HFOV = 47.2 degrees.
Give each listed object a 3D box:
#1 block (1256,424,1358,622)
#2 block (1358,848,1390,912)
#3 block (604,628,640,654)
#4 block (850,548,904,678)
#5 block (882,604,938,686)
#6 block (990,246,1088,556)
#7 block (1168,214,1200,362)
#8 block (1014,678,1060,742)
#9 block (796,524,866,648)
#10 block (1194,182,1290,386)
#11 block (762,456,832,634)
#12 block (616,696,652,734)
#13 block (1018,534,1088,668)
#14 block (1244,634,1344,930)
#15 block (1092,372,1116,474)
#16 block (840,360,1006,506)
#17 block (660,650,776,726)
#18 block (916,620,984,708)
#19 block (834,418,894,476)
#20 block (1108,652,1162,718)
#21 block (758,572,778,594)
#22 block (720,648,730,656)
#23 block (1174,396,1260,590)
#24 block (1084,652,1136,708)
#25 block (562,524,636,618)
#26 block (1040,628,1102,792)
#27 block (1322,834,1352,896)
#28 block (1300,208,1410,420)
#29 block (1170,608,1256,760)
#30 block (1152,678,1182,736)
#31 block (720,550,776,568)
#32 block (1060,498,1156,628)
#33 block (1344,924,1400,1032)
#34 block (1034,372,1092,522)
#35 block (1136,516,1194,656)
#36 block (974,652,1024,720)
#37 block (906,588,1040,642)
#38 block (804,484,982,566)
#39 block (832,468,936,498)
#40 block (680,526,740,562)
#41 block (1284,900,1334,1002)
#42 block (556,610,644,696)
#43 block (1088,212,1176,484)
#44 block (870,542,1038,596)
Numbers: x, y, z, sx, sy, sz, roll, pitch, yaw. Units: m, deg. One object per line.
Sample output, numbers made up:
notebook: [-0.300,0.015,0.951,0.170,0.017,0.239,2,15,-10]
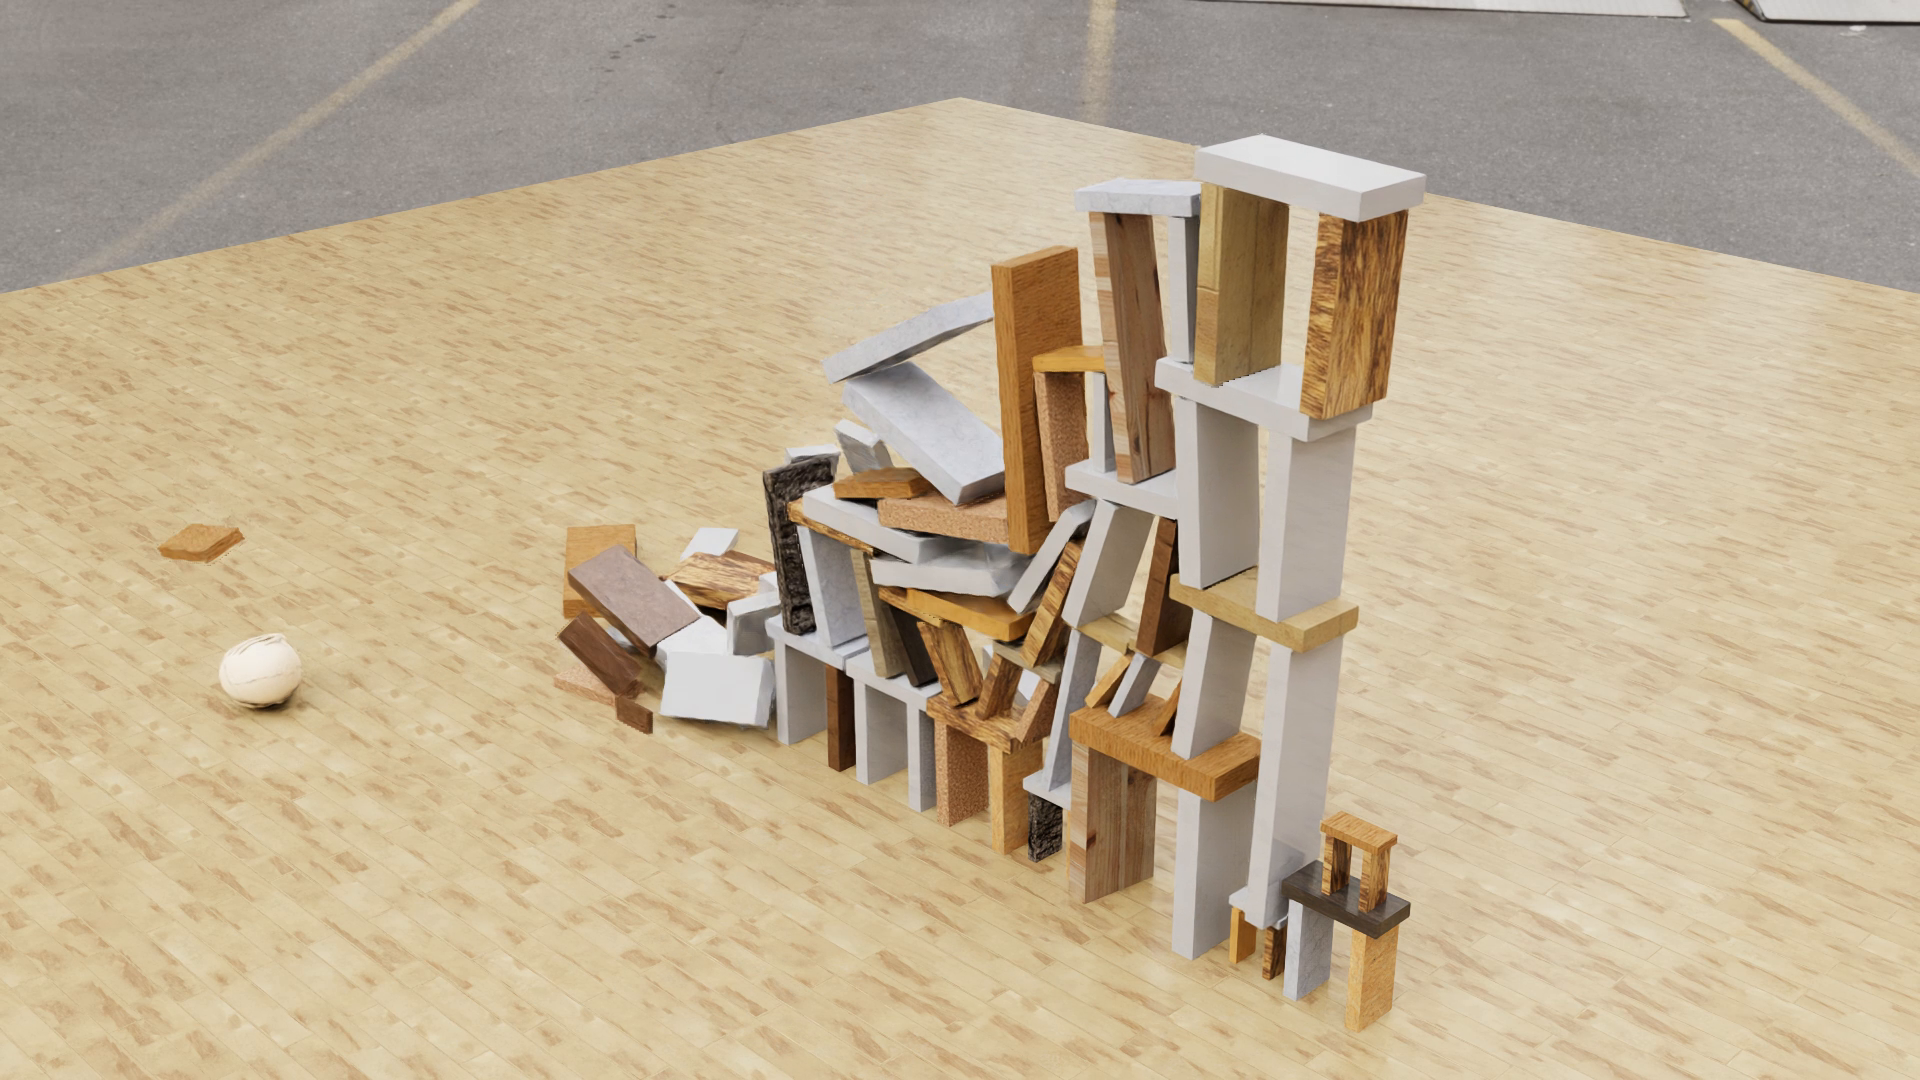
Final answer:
block: [0.566,-0.042,3.597,0.163,0.327,0.046,-19,31,-38]
block: [0.699,0.565,3.704,0.016,0.115,0.058,21,31,41]
block: [-0.842,0.238,5.156,0.176,0.025,0.088,15,21,30]
block: [-0.136,0.130,4.424,0.128,0.266,0.036,-21,15,-41]
block: [-0.089,0.198,4.399,0.086,0.172,0.024,-21,1,-41]
block: [0.150,-0.251,3.960,0.172,0.531,0.049,-22,26,-40]
block: [0.396,-0.426,3.634,0.034,0.241,0.121,13,25,39]
block: [0.163,0.310,4.175,0.081,0.161,0.023,-21,55,-41]
block: [-0.252,0.078,4.533,0.128,0.256,0.036,-21,17,-40]
block: [0.454,-0.425,3.538,0.161,0.322,0.046,-19,29,-38]
block: [-0.319,0.012,4.576,0.142,0.345,0.040,-17,18,-35]
block: [-0.709,0.382,4.792,0.105,0.053,0.015,20,27,39]
block: [0.209,0.102,4.050,0.134,0.288,0.038,-22,55,-42]
block: [0.573,0.403,3.777,0.145,0.550,0.041,-20,32,-40]
block: [0.273,-0.216,3.844,0.026,0.182,0.091,18,29,42]
block: [-0.051,-0.208,4.201,0.172,0.049,0.344,-22,52,-39]
block: [-0.524,0.320,4.747,0.284,0.142,0.040,2,-10,38]
block: [-0.014,0.231,4.332,0.086,0.179,0.024,-21,-1,-41]
block: [-0.158,-0.089,4.604,0.113,0.400,0.032,27,62,35]
block: [0.324,0.252,3.988,0.076,0.151,0.021,-22,56,-42]
block: [-0.295,0.161,5.119,0.174,0.049,0.348,-16,37,-40]
block: [-0.486,0.276,4.866,0.053,0.015,0.105,-14,45,-22]
block: [0.437,-0.097,3.718,0.046,0.327,0.163,15,27,43]
block: [0.292,0.246,4.016,0.076,0.151,0.021,-22,67,-42]
block: [-0.902,0.074,5.523,0.174,0.049,0.459,-3,23,-7]
block: [0.213,0.309,4.125,0.076,0.366,0.021,-22,42,-41]
block: [0.645,0.543,3.754,0.016,0.115,0.058,21,31,41]
block: [0.610,-0.360,3.402,0.161,0.322,0.046,-19,32,-39]
block: [0.450,0.231,3.848,0.041,0.291,0.145,28,35,36]
block: [0.400,0.282,3.919,0.076,0.151,0.021,-22,59,-42]
block: [-0.496,0.115,5.426,0.347,0.049,0.174,17,28,34]
block: [0.272,0.026,3.942,0.134,0.267,0.038,-21,49,-41]
block: [0.707,0.737,3.771,0.028,0.198,0.099,21,31,41]
block: [0.186,-0.176,3.944,0.026,0.275,0.091,10,23,44]
block: [0.384,0.063,3.846,0.038,0.267,0.134,30,36,34]
block: [0.083,0.271,4.245,0.081,0.161,0.023,-21,50,-41]
block: [0.040,0.121,4.244,0.268,0.038,0.134,19,31,40]
block: [-0.135,-0.045,4.341,0.170,0.048,0.339,-20,30,-40]
block: [-0.134,-0.113,4.313,0.113,0.032,0.225,-21,14,-42]
block: [-0.645,0.022,5.673,0.103,0.029,0.205,3,23,8]
block: [0.614,0.700,3.857,0.028,0.198,0.099,21,31,41]
block: [-0.800,0.251,4.893,0.186,0.026,0.093,46,38,-6]
block: [0.298,-0.339,3.762,0.121,0.468,0.034,-21,20,-41]
block: [0.004,0.050,4.232,0.170,0.048,0.339,-20,17,-40]
